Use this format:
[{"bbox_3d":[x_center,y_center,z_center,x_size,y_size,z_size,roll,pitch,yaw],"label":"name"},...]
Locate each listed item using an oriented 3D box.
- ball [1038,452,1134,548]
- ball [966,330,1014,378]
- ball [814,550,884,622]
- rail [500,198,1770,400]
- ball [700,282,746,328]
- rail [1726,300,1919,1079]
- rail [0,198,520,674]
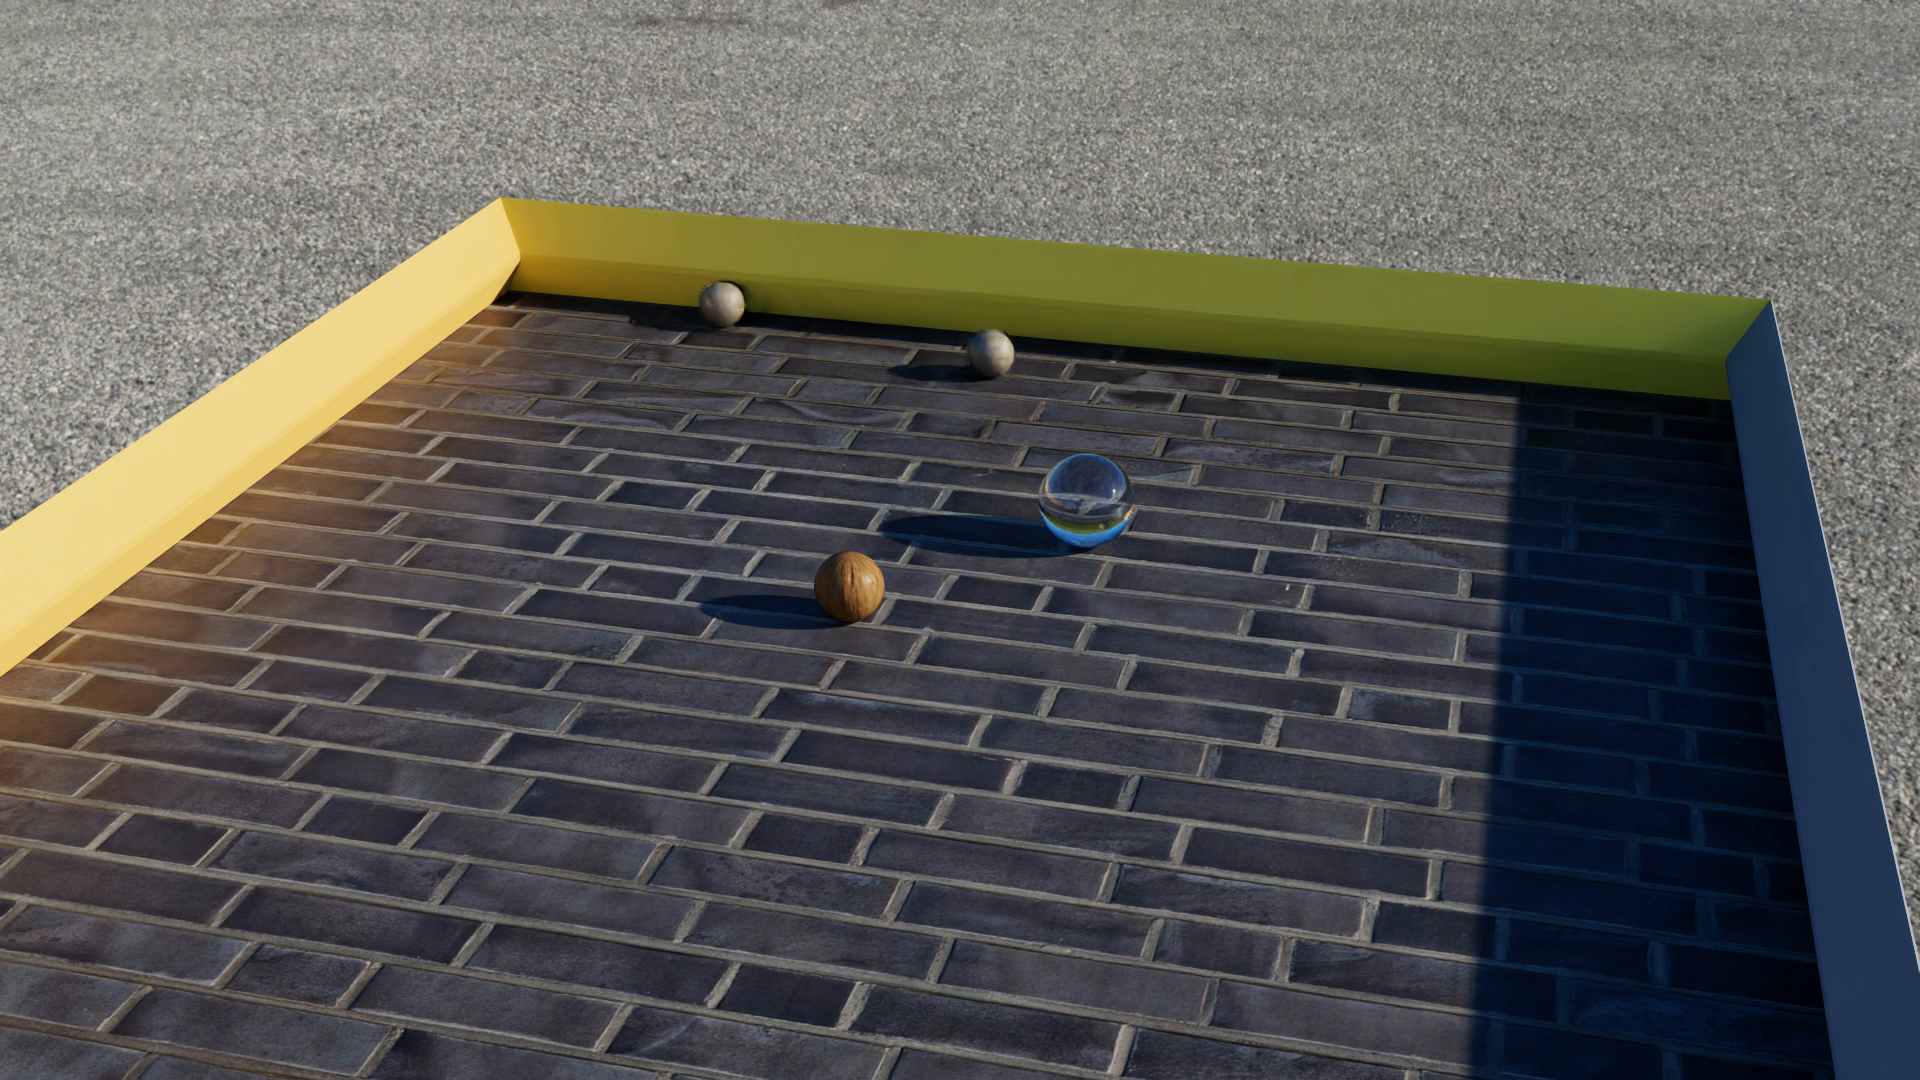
[{"bbox_3d":[0.131,-0.041,2.274,0.099,0.099,0.099,0,26,0],"label":"ball"},{"bbox_3d":[0.038,-0.229,2.706,0.059,0.059,0.059,0,26,0],"label":"ball"},{"bbox_3d":[-0.107,0.045,2.132,0.069,0.069,0.069,0,26,0],"label":"ball"},{"bbox_3d":[0.163,-0.303,2.777,1.626,0.129,0.045,6,27,13],"label":"rail"},{"bbox_3d":[-0.310,-0.307,2.866,0.059,0.059,0.059,0,26,0],"label":"ball"},{"bbox_3d":[0.595,0.350,1.436,0.045,0.129,2.723,6,27,13],"label":"rail"},{"bbox_3d":[-0.934,0.178,1.788,0.045,0.129,2.723,6,27,13],"label":"rail"}]
